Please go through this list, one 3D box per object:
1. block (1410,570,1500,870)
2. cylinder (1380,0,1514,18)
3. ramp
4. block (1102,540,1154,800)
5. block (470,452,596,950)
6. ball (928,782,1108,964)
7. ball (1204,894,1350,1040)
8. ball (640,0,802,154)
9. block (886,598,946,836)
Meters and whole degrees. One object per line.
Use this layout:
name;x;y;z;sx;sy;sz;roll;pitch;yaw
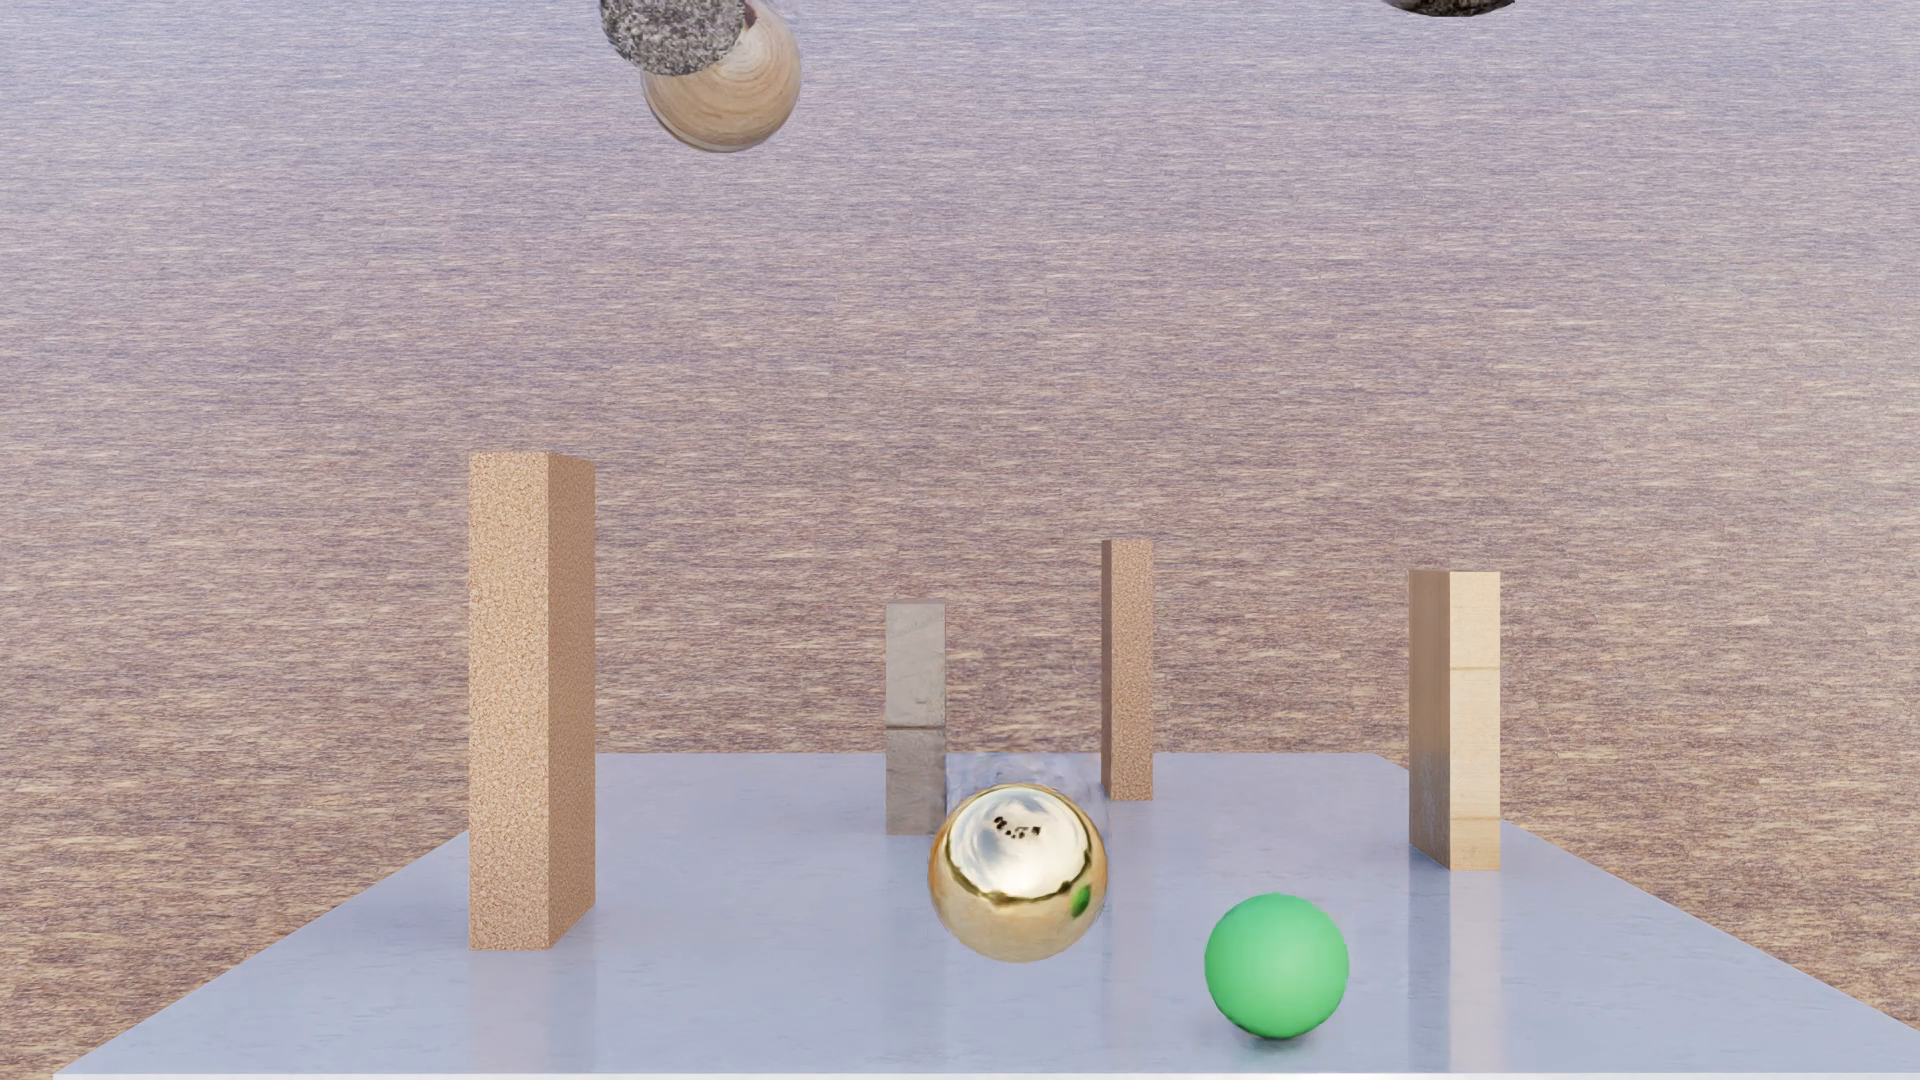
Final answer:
block;0.854;0.300;4.484;0.083;0.494;0.391;0;0;0
cylinder;0.449;-0.609;2.362;0.185;0.185;0.185;9;68;15
ramp;0.067;0.598;4.657;2.000;0.100;4.000;0;0;0
block;0.362;0.274;5.637;0.087;0.547;0.386;0;0;0
block;-0.603;0.216;3.681;0.106;0.665;0.447;0;0;0
ball;0.065;0.372;2.898;0.202;0.202;0.202;0;30;0
ball;0.348;0.468;2.846;0.159;0.159;0.159;0;30;0
ball;-0.250;-0.490;2.706;0.169;0.169;0.169;0;30;0
block;-0.083;0.333;5.029;0.110;0.430;0.446;0;0;0
